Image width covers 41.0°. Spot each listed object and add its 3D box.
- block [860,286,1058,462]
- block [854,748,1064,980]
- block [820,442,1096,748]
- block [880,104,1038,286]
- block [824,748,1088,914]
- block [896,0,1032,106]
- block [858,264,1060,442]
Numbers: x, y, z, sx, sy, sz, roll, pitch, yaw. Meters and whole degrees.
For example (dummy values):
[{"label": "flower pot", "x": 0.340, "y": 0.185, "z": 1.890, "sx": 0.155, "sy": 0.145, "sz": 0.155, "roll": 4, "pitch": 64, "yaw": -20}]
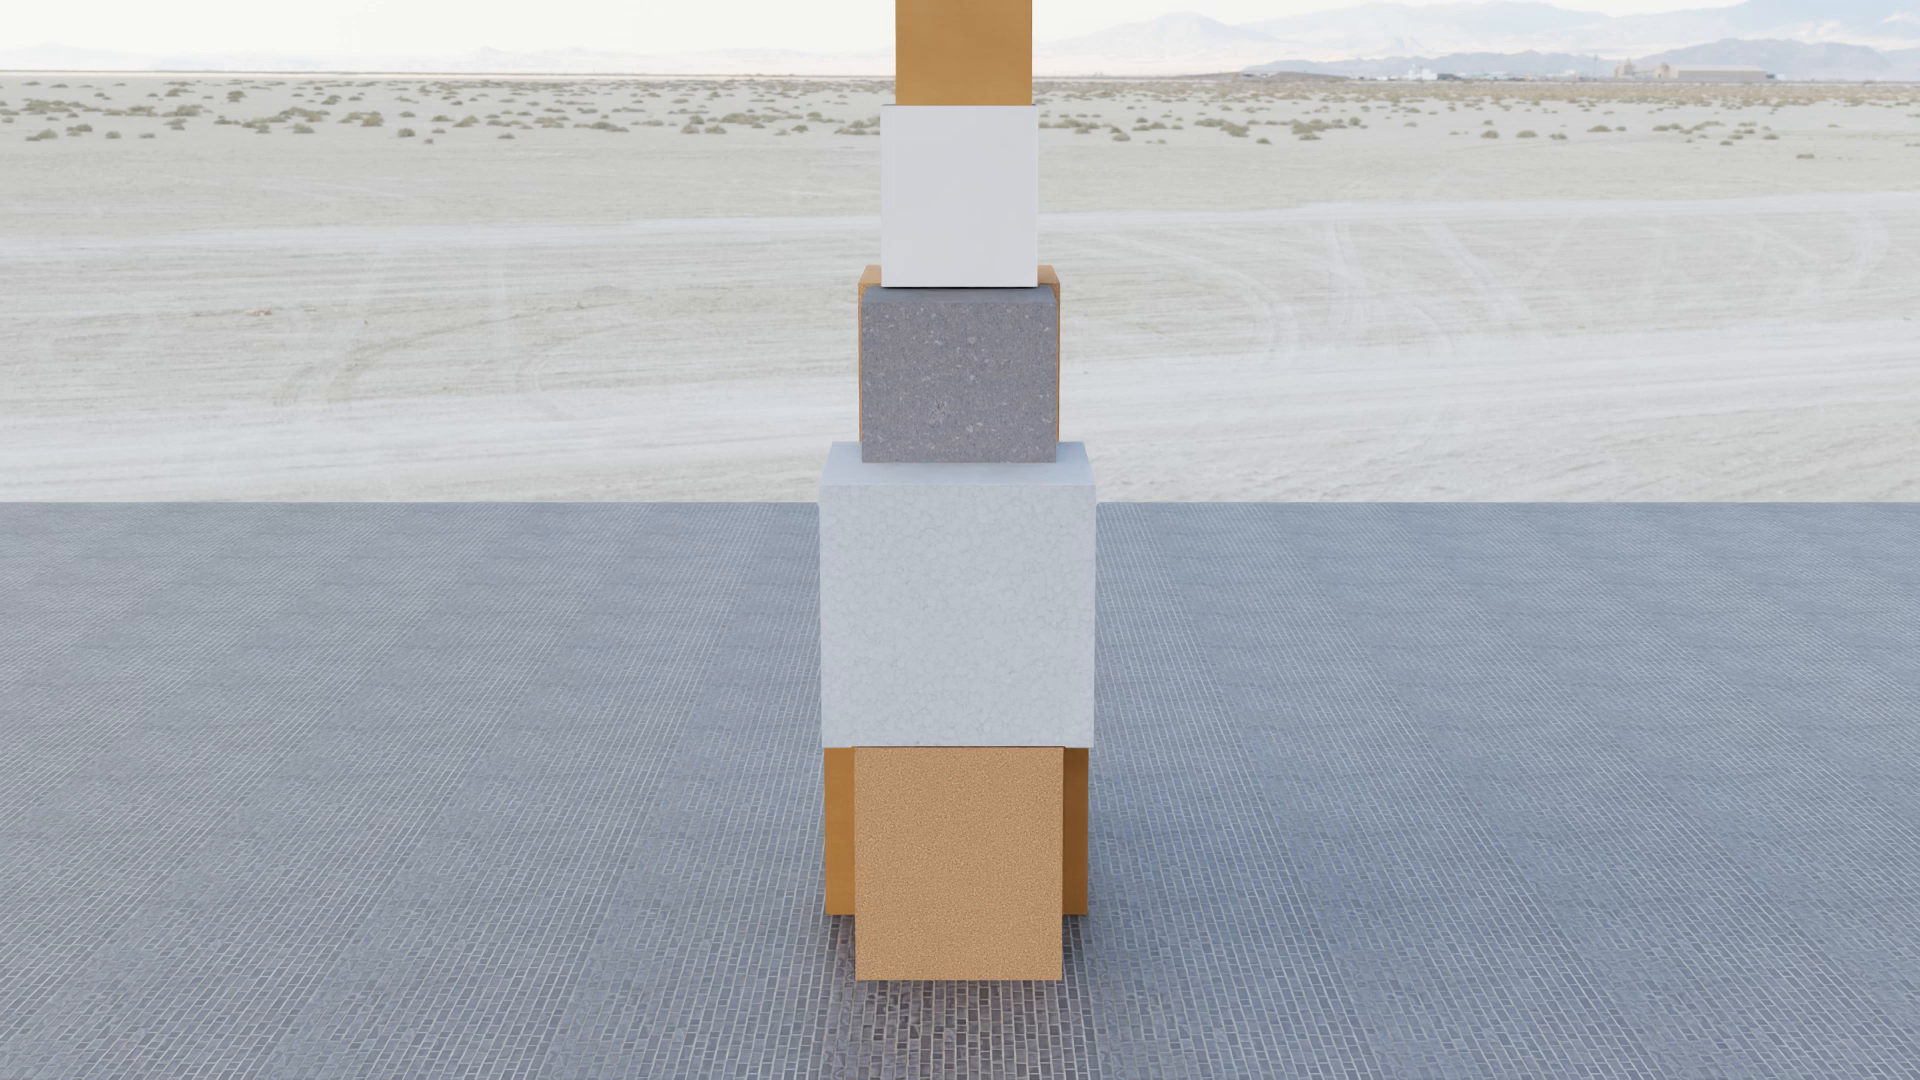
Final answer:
[{"label": "block", "x": -0.004, "y": -0.690, "z": 10.503, "sx": 0.773, "sy": 0.639, "sz": 0.709, "roll": 0, "pitch": 11, "yaw": 0}, {"label": "block", "x": -0.005, "y": 1.196, "z": 10.369, "sx": 0.809, "sy": 0.936, "sz": 0.788, "roll": 0, "pitch": 10, "yaw": 0}, {"label": "block", "x": -0.009, "y": 0.195, "z": 10.333, "sx": 1.050, "sy": 1.032, "sz": 1.058, "roll": 0, "pitch": 11, "yaw": 0}, {"label": "block", "x": -0.003, "y": -1.477, "z": 10.913, "sx": 0.648, "sy": 0.741, "sz": 0.656, "roll": 0, "pitch": 11, "yaw": 0}, {"label": "block", "x": -0.015, "y": 1.013, "z": 11.349, "sx": 1.106, "sy": 0.947, "sz": 1.183, "roll": 0, "pitch": 10, "yaw": 0}, {"label": "block", "x": 0.016, "y": -2.144, "z": 10.790, "sx": 0.564, "sy": 0.615, "sz": 0.500, "roll": 0, "pitch": 11, "yaw": 0}, {"label": "block", "x": -0.003, "y": -0.754, "z": 11.412, "sx": 0.853, "sy": 0.859, "sz": 1.027, "roll": 0, "pitch": 10, "yaw": 0}]
